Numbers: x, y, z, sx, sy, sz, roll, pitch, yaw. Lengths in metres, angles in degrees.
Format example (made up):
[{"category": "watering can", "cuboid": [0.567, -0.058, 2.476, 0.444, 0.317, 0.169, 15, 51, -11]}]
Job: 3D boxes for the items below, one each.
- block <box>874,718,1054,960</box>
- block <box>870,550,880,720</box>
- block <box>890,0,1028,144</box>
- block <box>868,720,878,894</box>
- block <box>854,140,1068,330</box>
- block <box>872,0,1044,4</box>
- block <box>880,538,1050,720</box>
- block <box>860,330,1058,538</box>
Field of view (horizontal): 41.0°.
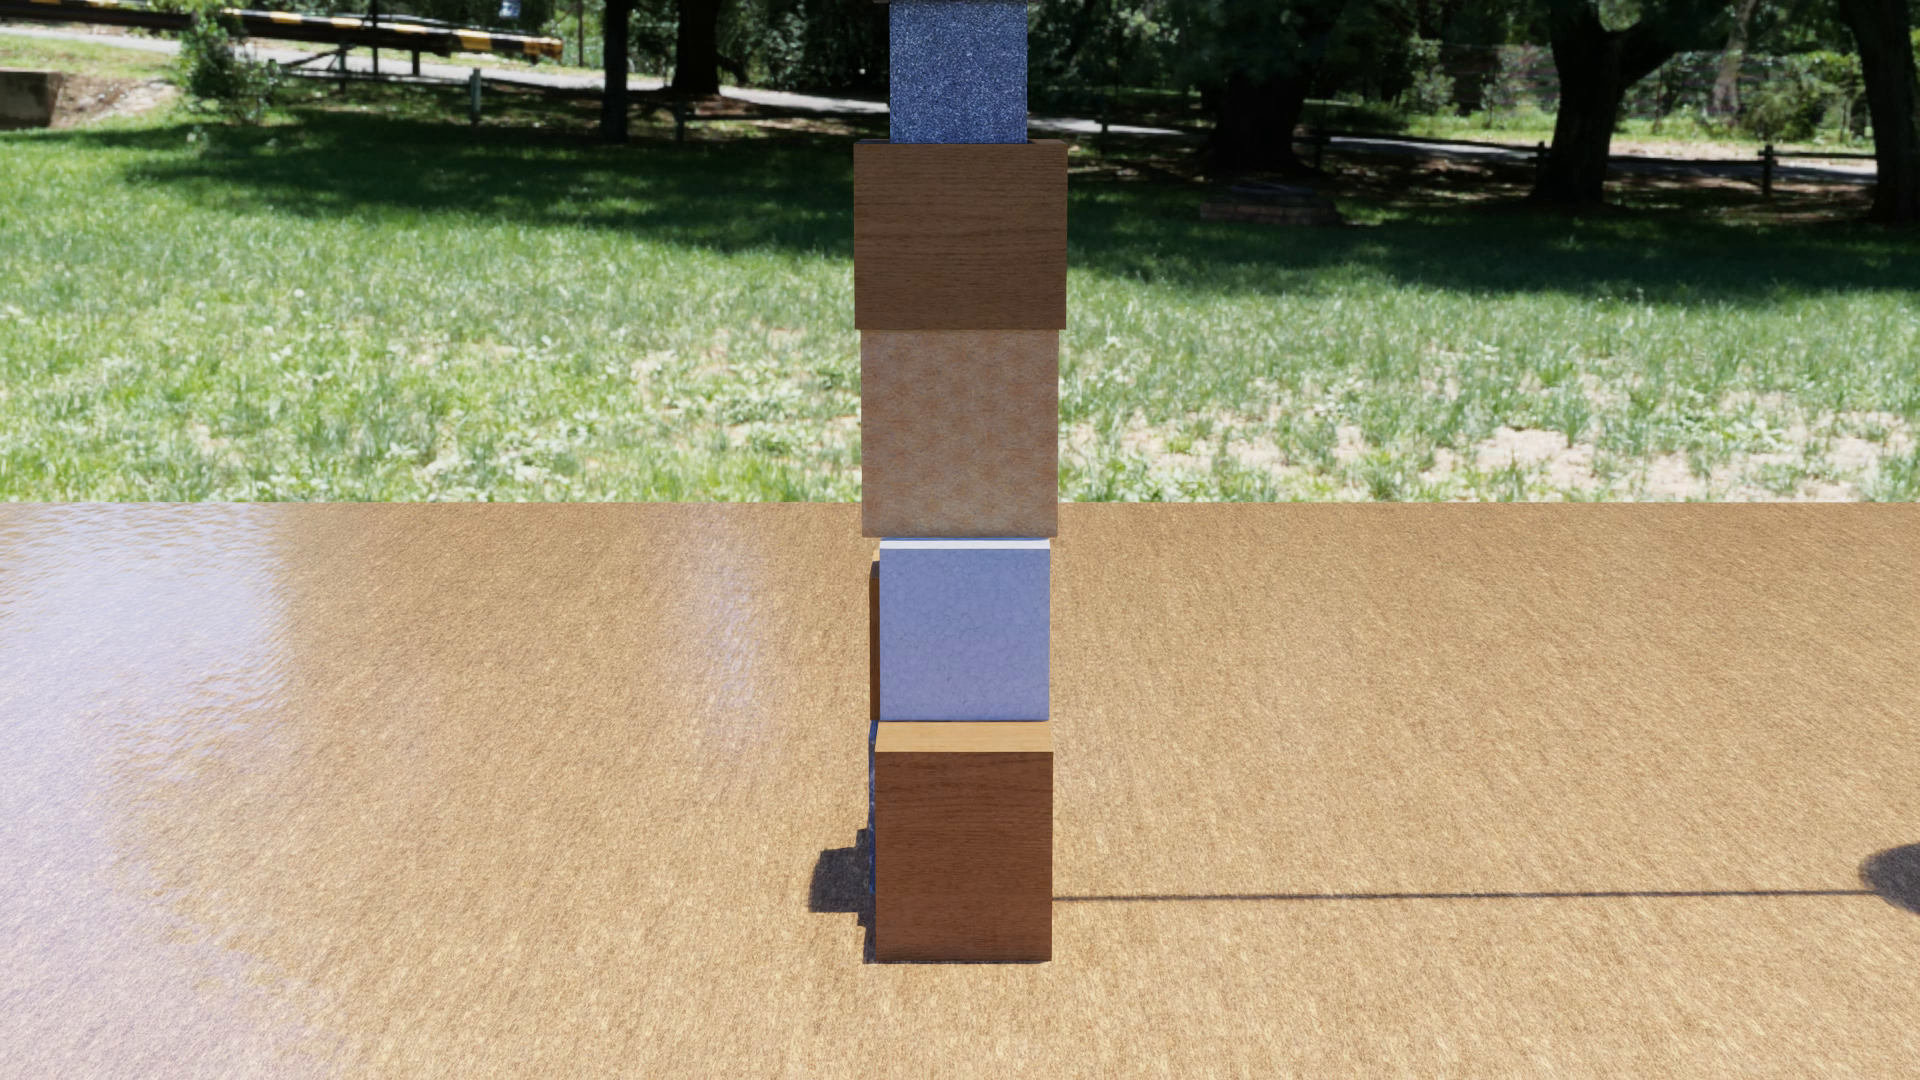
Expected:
[{"category": "block", "cuboid": [0.016, 1.185, 10.627, 0.705, 0.866, 0.852, 0, 10, 0]}, {"category": "block", "cuboid": [-0.011, 0.421, 11.608, 0.773, 0.637, 0.687, 0, 10, 0]}, {"category": "block", "cuboid": [-0.006, -1.977, 10.833, 0.565, 0.584, 0.571, 0, 10, 0]}, {"category": "block", "cuboid": [-0.014, 1.128, 11.430, 0.758, 0.691, 0.729, 0, 10, 0]}, {"category": "block", "cuboid": [0.002, -1.317, 10.950, 0.873, 0.756, 0.879, 0, 10, 0]}, {"category": "block", "cuboid": [-0.009, -2.591, 10.724, 0.718, 0.663, 0.639, 0, 10, 0]}, {"category": "block", "cuboid": [0.020, 0.331, 10.888, 0.700, 0.722, 0.681, 0, 10, 0]}, {"category": "block", "cuboid": [-0.001, -0.515, 11.092, 0.819, 0.873, 0.862, 0, 10, 0]}]
